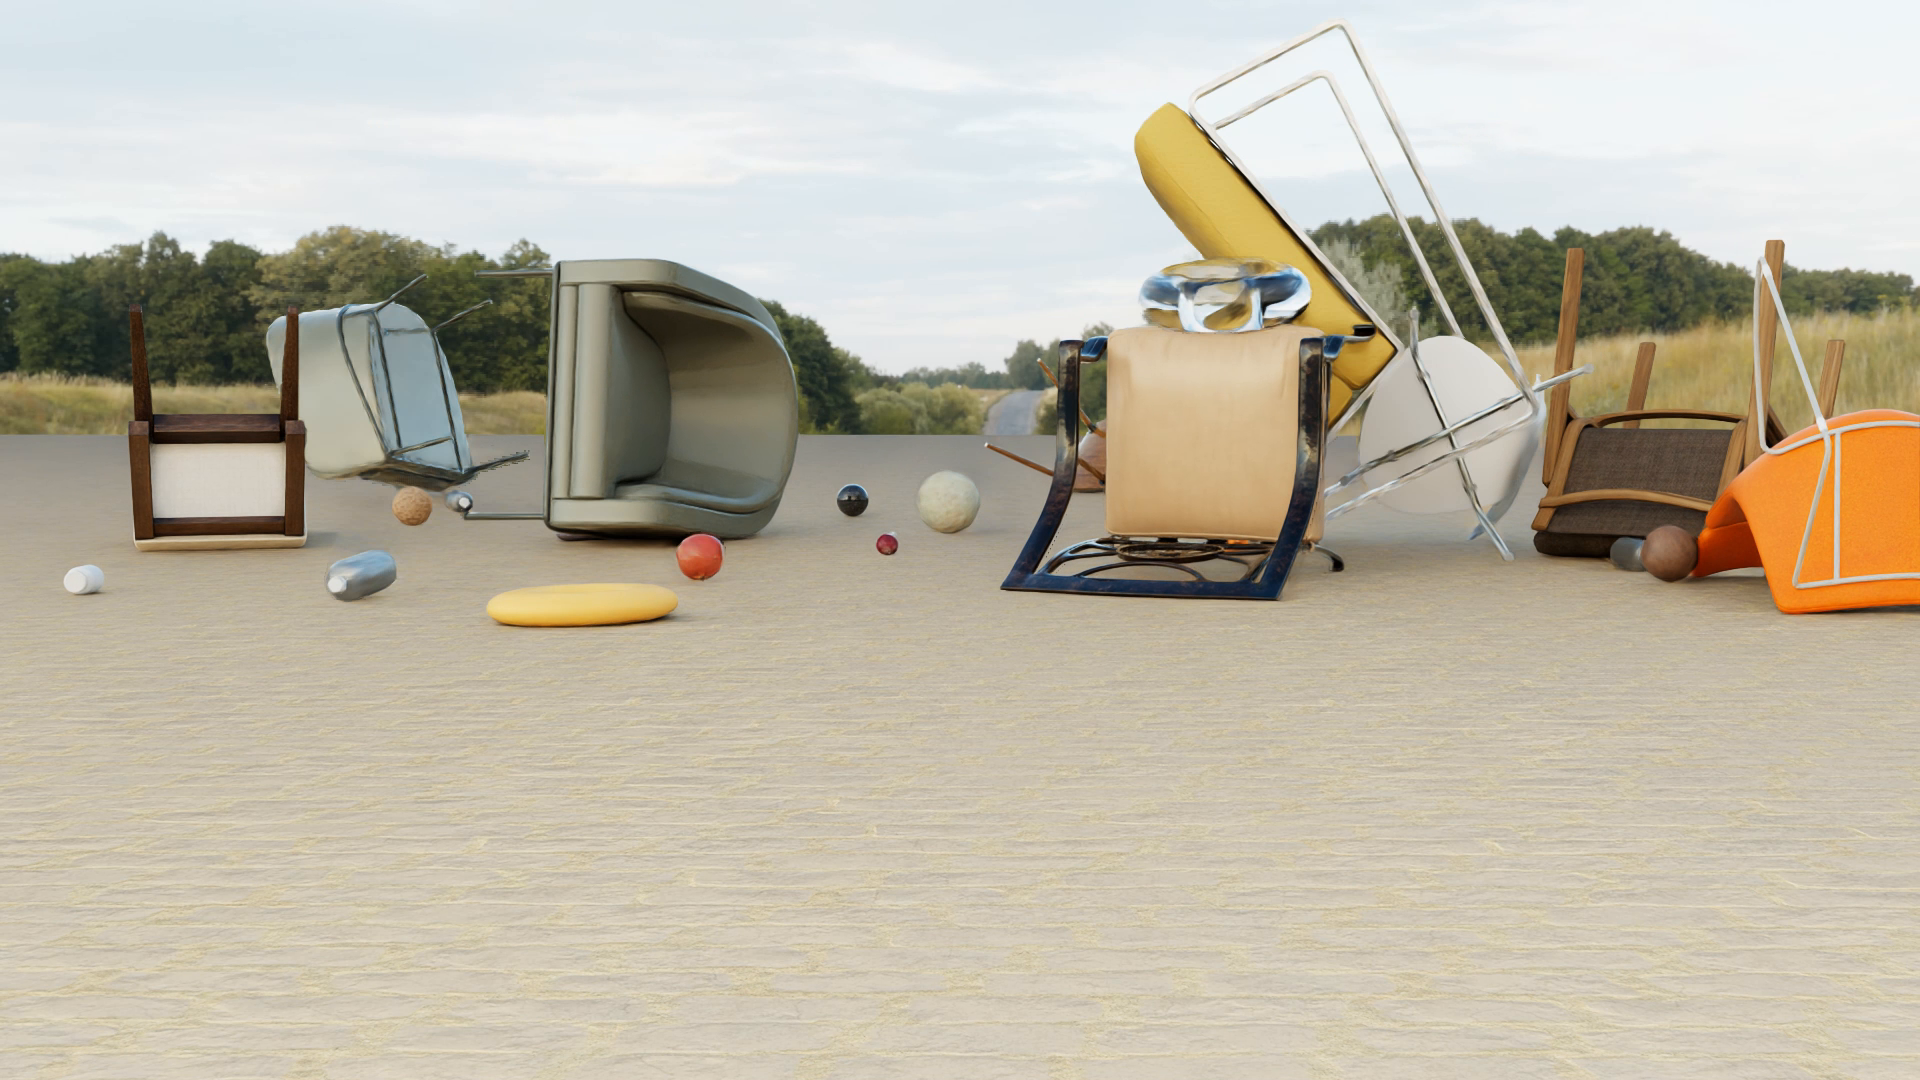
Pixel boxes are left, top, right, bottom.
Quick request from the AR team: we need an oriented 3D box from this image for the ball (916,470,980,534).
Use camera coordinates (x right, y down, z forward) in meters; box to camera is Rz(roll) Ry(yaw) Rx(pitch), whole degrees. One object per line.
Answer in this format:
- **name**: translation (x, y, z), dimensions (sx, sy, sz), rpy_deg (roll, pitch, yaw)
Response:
- **ball**: translation (-0.036, -0.118, 6.829), dimensions (0.197, 0.197, 0.197), rpy_deg (0, 4, 0)

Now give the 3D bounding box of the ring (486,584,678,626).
- **ring**: translation (-0.730, 0.125, 4.267), dimensions (0.380, 0.064, 0.282), rpy_deg (-3, 4, -31)

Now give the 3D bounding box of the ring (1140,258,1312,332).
- **ring**: translation (0.635, -0.589, 5.281), dimensions (0.424, 0.126, 0.364), rpy_deg (6, 21, 32)

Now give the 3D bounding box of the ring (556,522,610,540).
- **ring**: translation (-1.127, -0.027, 6.590), dimensions (0.114, 0.050, 0.280), rpy_deg (2, 4, 18)

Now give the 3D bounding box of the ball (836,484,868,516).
- **ball**: translation (-0.378, -0.140, 7.751), dimensions (0.115, 0.115, 0.115), rpy_deg (0, 4, 0)

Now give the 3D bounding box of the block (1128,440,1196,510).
- **block**: translation (0.760, -0.248, 8.299), dimensions (0.233, 0.256, 0.102), rpy_deg (3, 5, 38)

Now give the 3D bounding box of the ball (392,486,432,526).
- **ball**: translation (-1.800, -0.111, 7.227), dimensions (0.128, 0.128, 0.128), rpy_deg (0, 4, 0)
